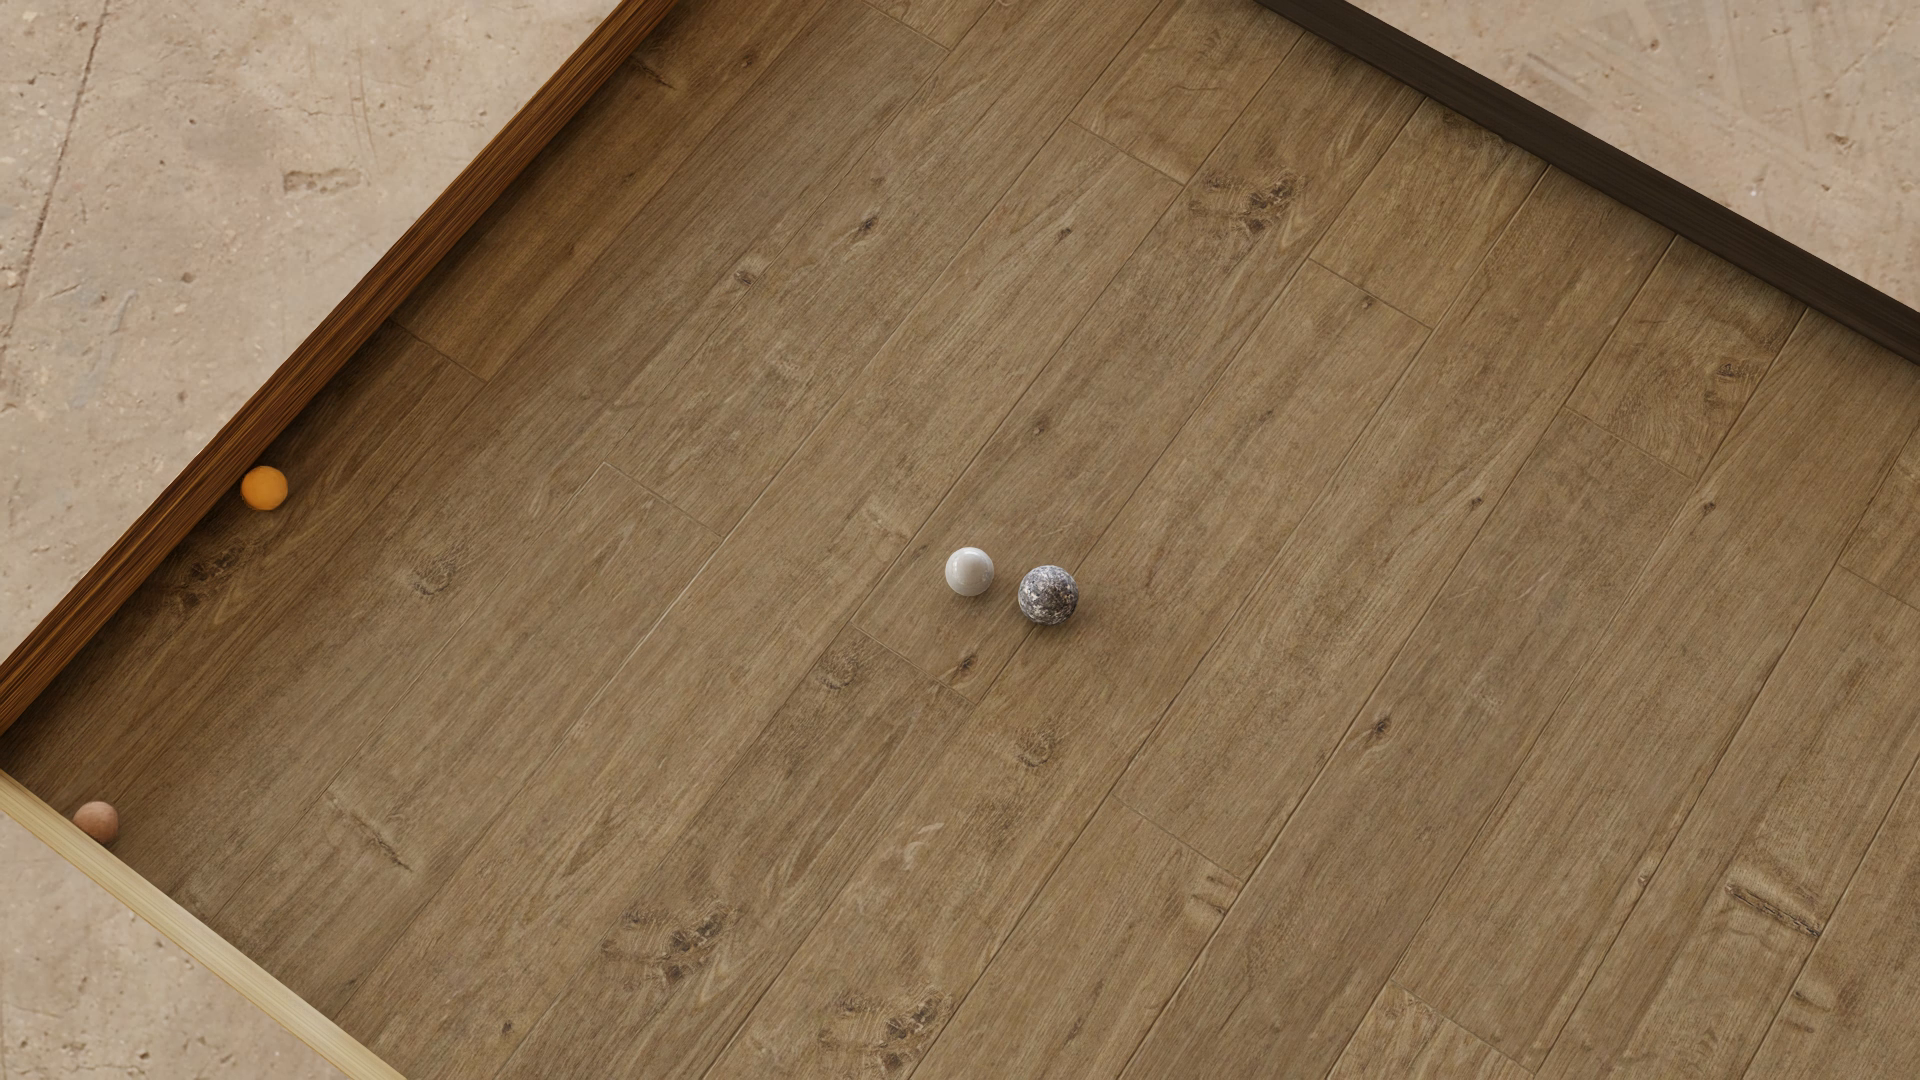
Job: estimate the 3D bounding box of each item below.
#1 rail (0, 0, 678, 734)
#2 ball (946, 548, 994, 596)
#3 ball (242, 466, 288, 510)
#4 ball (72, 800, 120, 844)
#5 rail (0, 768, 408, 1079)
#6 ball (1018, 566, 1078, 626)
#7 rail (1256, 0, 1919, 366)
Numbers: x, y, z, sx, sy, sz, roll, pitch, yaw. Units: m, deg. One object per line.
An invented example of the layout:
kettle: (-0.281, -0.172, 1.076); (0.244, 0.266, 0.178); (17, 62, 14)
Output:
rail: (-0.848, -0.552, 3.751); (0.045, 0.126, 2.411); (33, 70, 13)
ball: (0.015, 0.050, 3.510); (0.079, 0.079, 0.079); (0, 66, 0)
ball: (-1.129, -0.085, 3.574); (0.072, 0.072, 0.072); (0, 66, 0)
ball: (-1.315, 0.431, 3.349); (0.066, 0.066, 0.066); (0, 66, 0)
rail: (0.189, 1.430, 2.872); (4.234, 0.126, 0.045); (33, 70, 13)
ball: (0.140, 0.088, 3.484); (0.097, 0.097, 0.097); (0, 66, 0)
rail: (1.545, -0.340, 3.657); (4.234, 0.126, 0.045); (33, 70, 13)
